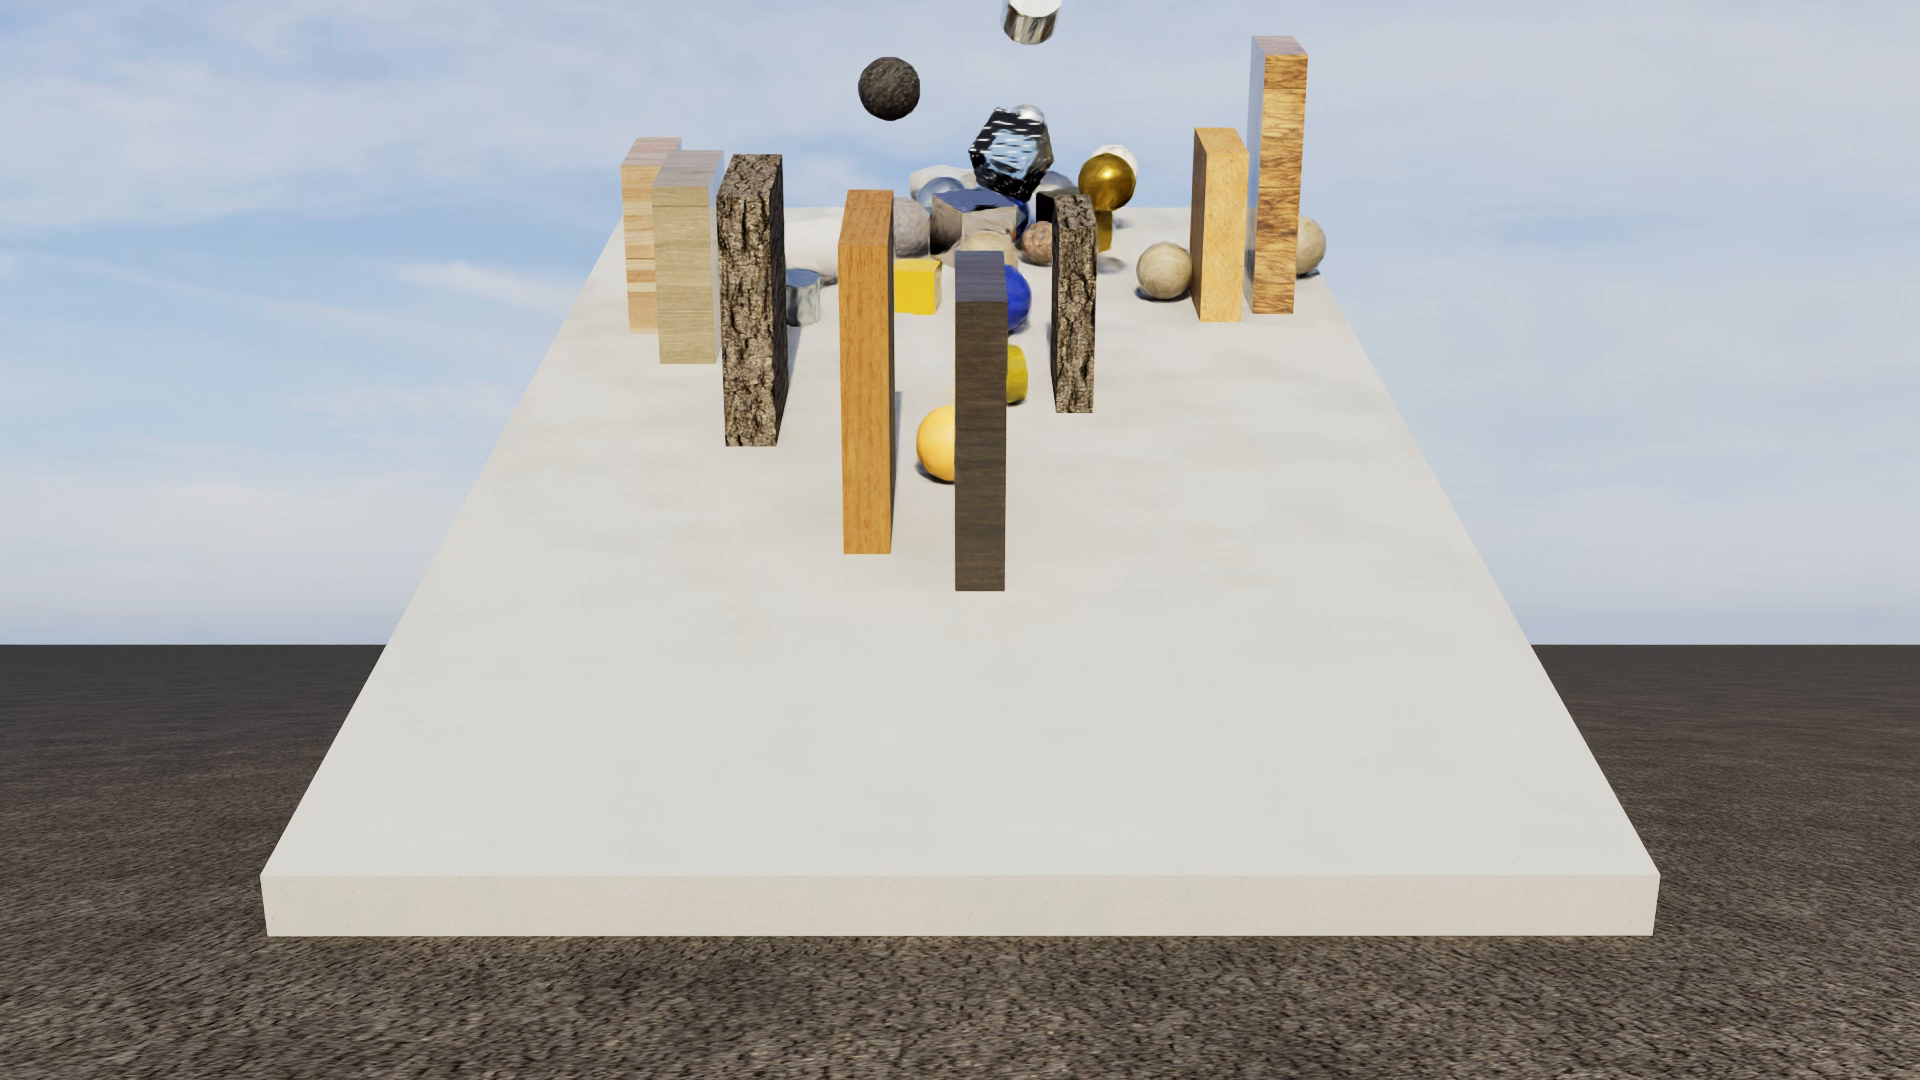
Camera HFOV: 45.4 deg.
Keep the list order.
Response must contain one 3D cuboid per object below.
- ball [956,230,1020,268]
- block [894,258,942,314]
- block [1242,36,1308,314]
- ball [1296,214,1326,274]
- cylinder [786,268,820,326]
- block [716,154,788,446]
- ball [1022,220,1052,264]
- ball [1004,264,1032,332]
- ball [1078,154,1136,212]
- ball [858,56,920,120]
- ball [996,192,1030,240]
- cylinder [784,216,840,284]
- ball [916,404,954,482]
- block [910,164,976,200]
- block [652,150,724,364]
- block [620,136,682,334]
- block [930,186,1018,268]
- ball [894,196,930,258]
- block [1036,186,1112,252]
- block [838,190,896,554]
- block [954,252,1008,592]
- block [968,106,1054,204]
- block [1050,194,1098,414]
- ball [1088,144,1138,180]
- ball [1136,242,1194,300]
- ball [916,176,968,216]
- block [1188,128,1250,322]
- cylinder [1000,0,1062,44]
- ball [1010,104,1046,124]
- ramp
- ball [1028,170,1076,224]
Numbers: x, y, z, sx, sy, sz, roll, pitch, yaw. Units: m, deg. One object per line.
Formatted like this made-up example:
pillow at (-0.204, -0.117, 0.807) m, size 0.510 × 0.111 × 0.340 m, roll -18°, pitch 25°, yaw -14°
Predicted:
ball at (0.069, -0.712, 5.866) m, size 0.164 × 0.164 × 0.164 m, roll 0°, pitch -2°, yaw 0°
block at (-0.114, -0.657, 5.952) m, size 0.114 × 0.114 × 0.114 m, roll 3°, pitch 22°, yaw 8°
block at (0.808, -0.944, 5.931) m, size 0.106 × 0.665 × 0.279 m, roll 0°, pitch 22°, yaw 0°
ball at (0.912, -0.800, 6.221) m, size 0.161 × 0.161 × 0.161 m, roll 0°, pitch -2°, yaw 0°
cylinder at (-0.413, -0.617, 5.831) m, size 0.111 × 0.111 × 0.111 m, roll 2°, pitch 31°, yaw -1°
block at (-0.453, -0.534, 5.060) m, size 0.110 × 0.549 × 0.412 m, roll 0°, pitch 22°, yaw 0°
ball at (0.230, -0.823, 6.358) m, size 0.120 × 0.120 × 0.120 m, roll 0°, pitch -2°, yaw 0°
ball at (0.092, -0.604, 5.736) m, size 0.177 × 0.177 × 0.177 m, roll 0°, pitch -2°, yaw 0°
ball at (0.384, -0.937, 6.016) m, size 0.152 × 0.152 × 0.152 m, roll 0°, pitch -2°, yaw 0°
ball at (-0.192, -1.233, 6.267) m, size 0.172 × 0.172 × 0.172 m, roll 0°, pitch -2°, yaw 0°
ball at (0.114, -0.926, 6.543) m, size 0.173 × 0.173 × 0.173 m, roll 0°, pitch -2°, yaw 0°
cylinder at (-0.422, -0.770, 6.144) m, size 0.179 × 0.179 × 0.179 m, roll -11°, pitch 3°, yaw -26°
ball at (-0.013, -0.202, 4.757) m, size 0.160 × 0.160 × 0.160 m, roll 0°, pitch -2°, yaw 0°
block at (-0.049, -1.026, 6.831) m, size 0.142 × 0.142 × 0.142 m, roll 15°, pitch 26°, yaw 33°
block at (-0.655, -0.697, 5.620) m, size 0.134 × 0.434 × 0.392 m, roll 0°, pitch 22°, yaw 0°
block at (-0.772, -0.777, 5.827) m, size 0.113 × 0.426 × 0.333 m, roll 0°, pitch 22°, yaw 0°
block at (0.036, -0.861, 6.359) m, size 0.172 × 0.172 × 0.172 m, roll -12°, pitch 31°, yaw -28°
ball at (-0.164, -0.876, 6.424) m, size 0.167 × 0.167 × 0.167 m, roll 0°, pitch -2°, yaw 0°
block at (0.323, -0.905, 6.516) m, size 0.155 × 0.155 × 0.155 m, roll -12°, pitch 25°, yaw -28°
block at (-0.178, -0.337, 4.494) m, size 0.090 × 0.606 × 0.443 m, roll 0°, pitch 22°, yaw 0°
block at (0.037, -0.226, 4.292) m, size 0.092 × 0.553 × 0.349 m, roll 0°, pitch 22°, yaw 0°
block at (0.142, -1.052, 6.273) m, size 0.158 × 0.158 × 0.158 m, roll 24°, pitch -21°, yaw 20°
block at (0.259, -0.545, 5.254) m, size 0.084 × 0.426 × 0.324 m, roll 0°, pitch 22°, yaw 0°
ball at (0.436, -1.057, 6.564) m, size 0.151 × 0.151 × 0.151 m, roll 0°, pitch -2°, yaw 0°
ball at (0.537, -0.706, 6.011) m, size 0.150 × 0.150 × 0.150 m, roll 0°, pitch -2°, yaw 0°
ball at (-0.043, -0.962, 6.628) m, size 0.175 × 0.175 × 0.175 m, roll 0°, pitch -2°, yaw 0°
block at (0.665, -0.817, 5.923) m, size 0.105 × 0.434 × 0.320 m, roll 0°, pitch 22°, yaw 0°
cylinder at (0.200, -1.485, 6.367) m, size 0.162 × 0.162 × 0.162 m, roll 0°, pitch -15°, yaw -5°
ball at (0.183, -1.160, 6.420) m, size 0.119 × 0.119 × 0.119 m, roll 0°, pitch -2°, yaw 0°
ramp at (-0.006, -0.220, 5.152) m, size 2.000 × 0.100 × 4.000 m, roll 0°, pitch 22°, yaw 0°
ball at (0.258, -0.982, 6.650) m, size 0.176 × 0.176 × 0.176 m, roll 0°, pitch -2°, yaw 0°
